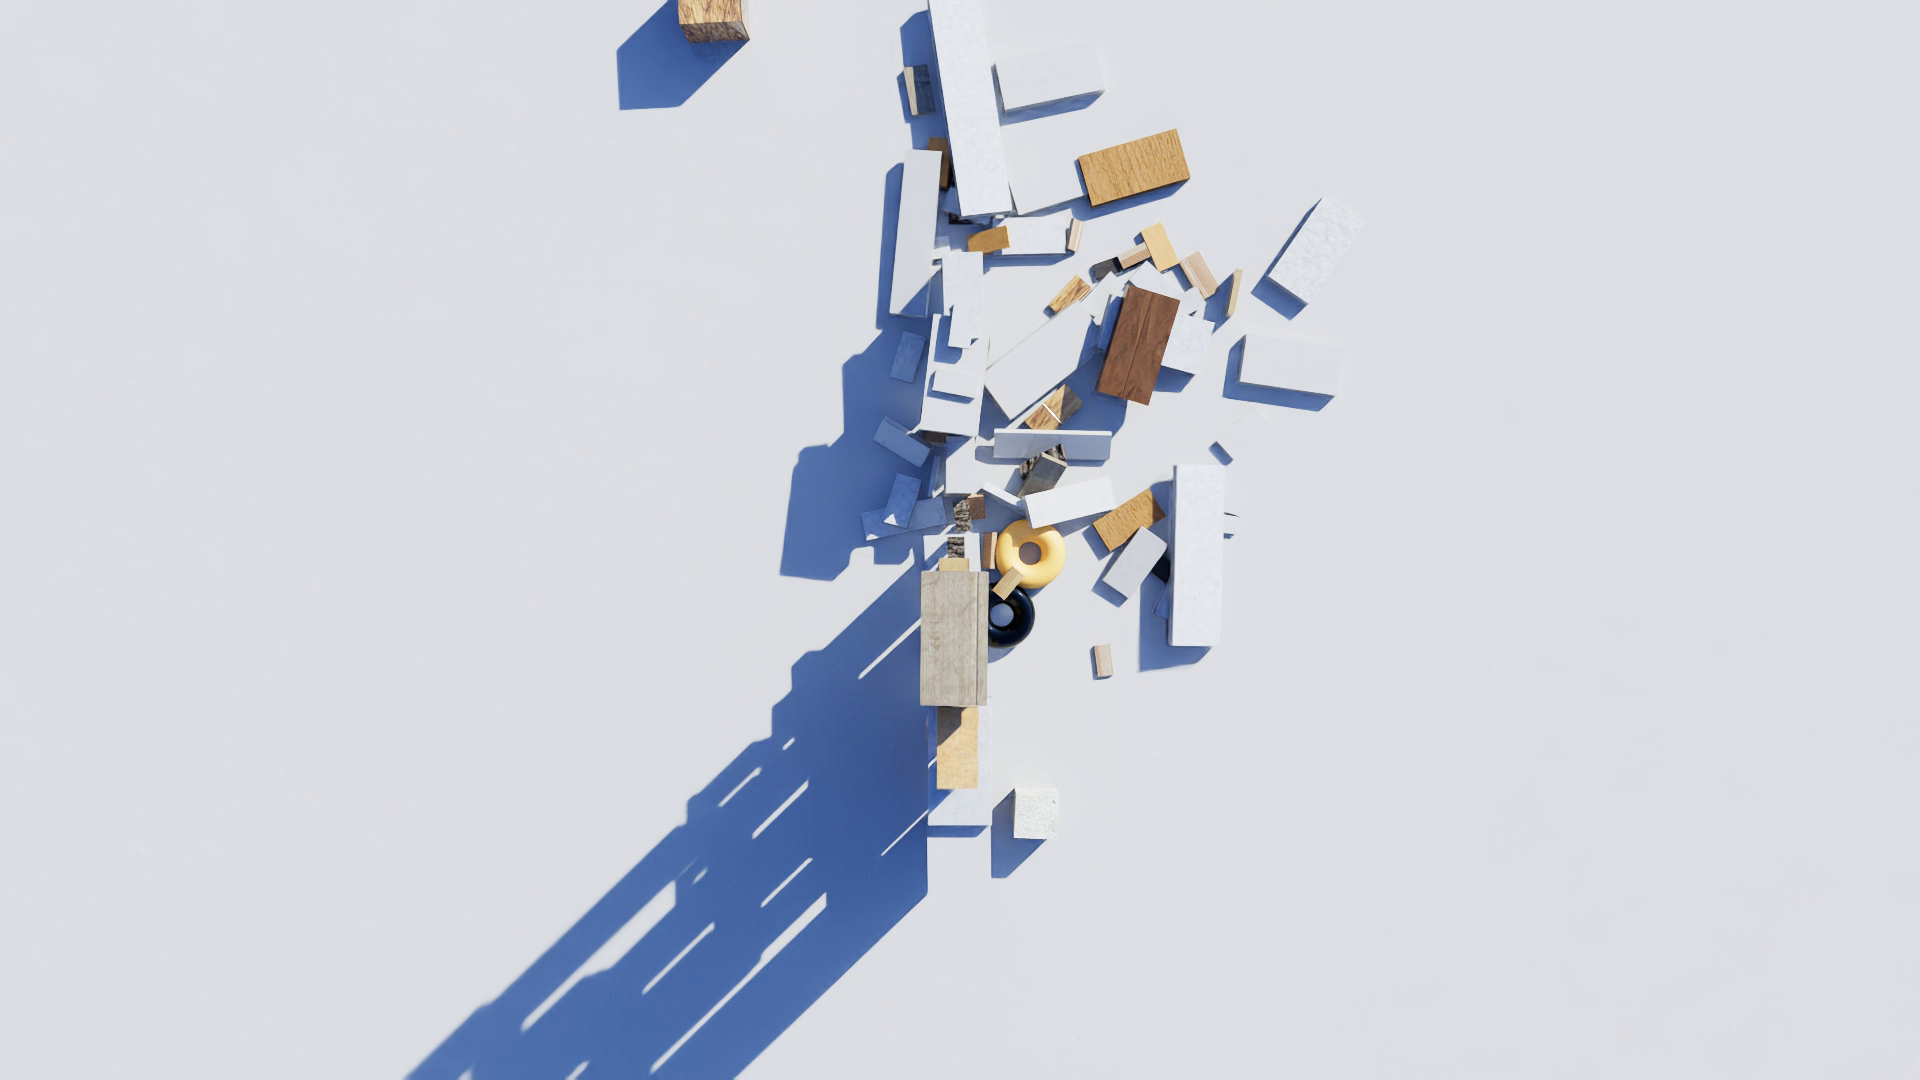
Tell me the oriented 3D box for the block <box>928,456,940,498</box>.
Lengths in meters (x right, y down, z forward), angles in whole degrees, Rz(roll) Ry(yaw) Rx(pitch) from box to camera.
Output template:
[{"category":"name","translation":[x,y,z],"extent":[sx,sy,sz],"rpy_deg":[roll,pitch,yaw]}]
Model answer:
[{"category":"block","translation":[-0.086,-0.210,5.467],"extent":[0.019,0.067,0.133],"rpy_deg":[10,90,0]}]

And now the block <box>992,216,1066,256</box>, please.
[{"category":"block","translation":[0.229,-1.009,5.483],"extent":[0.240,0.034,0.120],"rpy_deg":[-1,90,0]}]

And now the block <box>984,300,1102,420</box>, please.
[{"category":"block","translation":[0.274,-0.596,5.448],"extent":[0.415,0.050,0.178],"rpy_deg":[-38,103,-2]}]

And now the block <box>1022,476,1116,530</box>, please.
[{"category":"block","translation":[0.361,-0.124,5.433],"extent":[0.309,0.031,0.110],"rpy_deg":[-14,90,-20]}]

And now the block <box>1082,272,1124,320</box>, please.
[{"category":"block","translation":[0.405,-0.745,5.482],"extent":[0.069,0.020,0.340],"rpy_deg":[43,90,-13]}]

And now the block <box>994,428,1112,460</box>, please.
[{"category":"block","translation":[0.306,-0.317,5.465],"extent":[0.386,0.026,0.092],"rpy_deg":[1,121,0]}]

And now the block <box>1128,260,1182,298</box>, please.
[{"category":"block","translation":[0.654,-0.838,5.488],"extent":[0.172,0.024,0.086],"rpy_deg":[43,90,0]}]

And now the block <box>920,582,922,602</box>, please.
[{"category":"block","translation":[-0.016,0.123,4.010],"extent":[0.155,0.310,0.044],"rpy_deg":[-1,89,0]}]

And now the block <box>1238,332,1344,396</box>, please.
[{"category":"block","translation":[1.099,-0.581,5.477],"extent":[0.327,0.046,0.163],"rpy_deg":[8,90,0]}]

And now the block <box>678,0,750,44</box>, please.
[{"category":"block","translation":[-0.806,-1.764,5.399],"extent":[0.203,0.203,0.203],"rpy_deg":[-3,90,0]}]

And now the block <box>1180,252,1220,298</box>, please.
[{"category":"block","translation":[0.797,-0.878,5.489],"extent":[0.075,0.021,0.149],"rpy_deg":[-30,90,0]}]

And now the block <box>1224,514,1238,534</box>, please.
[{"category":"block","translation":[0.863,-0.057,5.492],"extent":[0.120,0.017,0.060],"rpy_deg":[10,90,0]}]

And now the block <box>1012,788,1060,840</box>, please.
[{"category":"block","translation":[0.250,0.900,5.429],"extent":[0.141,0.141,0.141],"rpy_deg":[3,90,0]}]

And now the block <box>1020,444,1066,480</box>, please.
[{"category":"block","translation":[0.272,-0.257,5.446],"extent":[0.159,0.067,0.019],"rpy_deg":[-26,129,17]}]

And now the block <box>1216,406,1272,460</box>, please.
[{"category":"block","translation":[0.944,-0.355,5.488],"extent":[0.172,0.024,0.086],"rpy_deg":[-43,90,0]}]

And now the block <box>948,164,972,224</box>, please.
[{"category":"block","translation":[0.001,-1.360,5.489],"extent":[0.080,0.023,0.613],"rpy_deg":[0,90,0]}]

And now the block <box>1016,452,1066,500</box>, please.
[{"category":"block","translation":[0.267,-0.194,5.431],"extent":[0.092,0.026,0.184],"rpy_deg":[23,121,-15]}]

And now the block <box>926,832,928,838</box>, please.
[{"category":"block","translation":[-0.004,0.769,4.367],"extent":[0.159,0.319,0.045],"rpy_deg":[-1,90,0]}]

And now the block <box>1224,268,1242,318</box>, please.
[{"category":"block","translation":[0.906,-0.818,5.463],"extent":[0.021,0.075,0.149],"rpy_deg":[11,90,0]}]

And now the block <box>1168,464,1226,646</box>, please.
[{"category":"block","translation":[0.781,0.051,5.447],"extent":[0.163,0.046,0.595],"rpy_deg":[1,91,-10]}]

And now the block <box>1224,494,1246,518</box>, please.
[{"category":"block","translation":[0.887,-0.123,5.492],"extent":[0.120,0.017,0.060],"rpy_deg":[17,90,0]}]

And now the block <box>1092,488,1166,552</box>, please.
[{"category":"block","translation":[0.562,-0.067,5.484],"extent":[0.220,0.031,0.110],"rpy_deg":[-32,90,0]}]

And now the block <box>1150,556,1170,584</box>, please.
[{"category":"block","translation":[0.677,0.096,5.491],"extent":[0.133,0.019,0.067],"rpy_deg":[38,90,0]}]

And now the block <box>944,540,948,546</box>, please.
[{"category":"block","translation":[-0.022,0.003,5.058],"extent":[0.052,0.104,0.015],"rpy_deg":[-22,90,0]}]

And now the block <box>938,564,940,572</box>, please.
[{"category":"block","translation":[-0.021,0.081,4.877],"extent":[0.087,0.175,0.025],"rpy_deg":[0,89,0]}]

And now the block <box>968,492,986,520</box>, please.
[{"category":"block","translation":[0.056,-0.111,5.458],"extent":[0.052,0.103,0.015],"rpy_deg":[-7,45,0]}]

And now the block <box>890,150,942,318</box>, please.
[{"category":"block","translation":[-0.144,-1.015,5.457],"extent":[0.120,0.034,0.541],"rpy_deg":[6,92,7]}]

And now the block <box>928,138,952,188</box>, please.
[{"category":"block","translation":[-0.071,-1.254,5.475],"extent":[0.080,0.023,0.159],"rpy_deg":[7,92,16]}]

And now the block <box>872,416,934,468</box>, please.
[{"category":"block","translation":[-0.189,-0.325,5.460],"extent":[0.185,0.026,0.092],"rpy_deg":[31,132,0]}]

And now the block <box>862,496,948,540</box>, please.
[{"category":"block","translation":[-0.185,-0.073,5.487],"extent":[0.274,0.026,0.092],"rpy_deg":[-12,90,0]}]

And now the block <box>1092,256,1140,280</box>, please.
[{"category":"block","translation":[0.521,-0.917,5.493],"extent":[0.154,0.014,0.050],"rpy_deg":[-19,90,0]}]

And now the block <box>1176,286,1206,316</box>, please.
[{"category":"block","translation":[0.737,-0.777,5.465],"extent":[0.138,0.020,0.069],"rpy_deg":[-29,103,0]}]

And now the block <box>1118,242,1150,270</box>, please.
[{"category":"block","translation":[0.577,-0.944,5.479],"extent":[0.101,0.014,0.050],"rpy_deg":[-26,90,0]}]

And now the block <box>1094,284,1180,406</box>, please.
[{"category":"block","translation":[0.578,-0.636,5.384],"extent":[0.178,0.050,0.356],"rpy_deg":[15,97,-9]}]

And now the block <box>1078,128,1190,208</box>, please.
[{"category":"block","translation":[0.577,-1.233,5.476],"extent":[0.338,0.048,0.169],"rpy_deg":[-16,90,0]}]

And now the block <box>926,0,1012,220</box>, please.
[{"category":"block","translation":[0.030,-1.440,5.440],"extent":[0.169,0.048,0.749],"rpy_deg":[-8,88,-8]}]

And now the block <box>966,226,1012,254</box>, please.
[{"category":"block","translation":[0.097,-0.989,5.460],"extent":[0.144,0.020,0.072],"rpy_deg":[-10,86,23]}]

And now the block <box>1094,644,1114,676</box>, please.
[{"category":"block","translation":[0.479,0.400,5.493],"extent":[0.052,0.015,0.104],"rpy_deg":[-7,90,0]}]

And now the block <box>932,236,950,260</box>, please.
[{"category":"block","translation":[-0.106,-0.967,5.490],"extent":[0.144,0.020,0.072],"rpy_deg":[-7,90,0]}]

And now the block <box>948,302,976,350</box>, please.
[{"category":"block","translation":[0.006,-0.656,5.058],"extent":[0.067,0.019,0.133],"rpy_deg":[8,89,0]}]
